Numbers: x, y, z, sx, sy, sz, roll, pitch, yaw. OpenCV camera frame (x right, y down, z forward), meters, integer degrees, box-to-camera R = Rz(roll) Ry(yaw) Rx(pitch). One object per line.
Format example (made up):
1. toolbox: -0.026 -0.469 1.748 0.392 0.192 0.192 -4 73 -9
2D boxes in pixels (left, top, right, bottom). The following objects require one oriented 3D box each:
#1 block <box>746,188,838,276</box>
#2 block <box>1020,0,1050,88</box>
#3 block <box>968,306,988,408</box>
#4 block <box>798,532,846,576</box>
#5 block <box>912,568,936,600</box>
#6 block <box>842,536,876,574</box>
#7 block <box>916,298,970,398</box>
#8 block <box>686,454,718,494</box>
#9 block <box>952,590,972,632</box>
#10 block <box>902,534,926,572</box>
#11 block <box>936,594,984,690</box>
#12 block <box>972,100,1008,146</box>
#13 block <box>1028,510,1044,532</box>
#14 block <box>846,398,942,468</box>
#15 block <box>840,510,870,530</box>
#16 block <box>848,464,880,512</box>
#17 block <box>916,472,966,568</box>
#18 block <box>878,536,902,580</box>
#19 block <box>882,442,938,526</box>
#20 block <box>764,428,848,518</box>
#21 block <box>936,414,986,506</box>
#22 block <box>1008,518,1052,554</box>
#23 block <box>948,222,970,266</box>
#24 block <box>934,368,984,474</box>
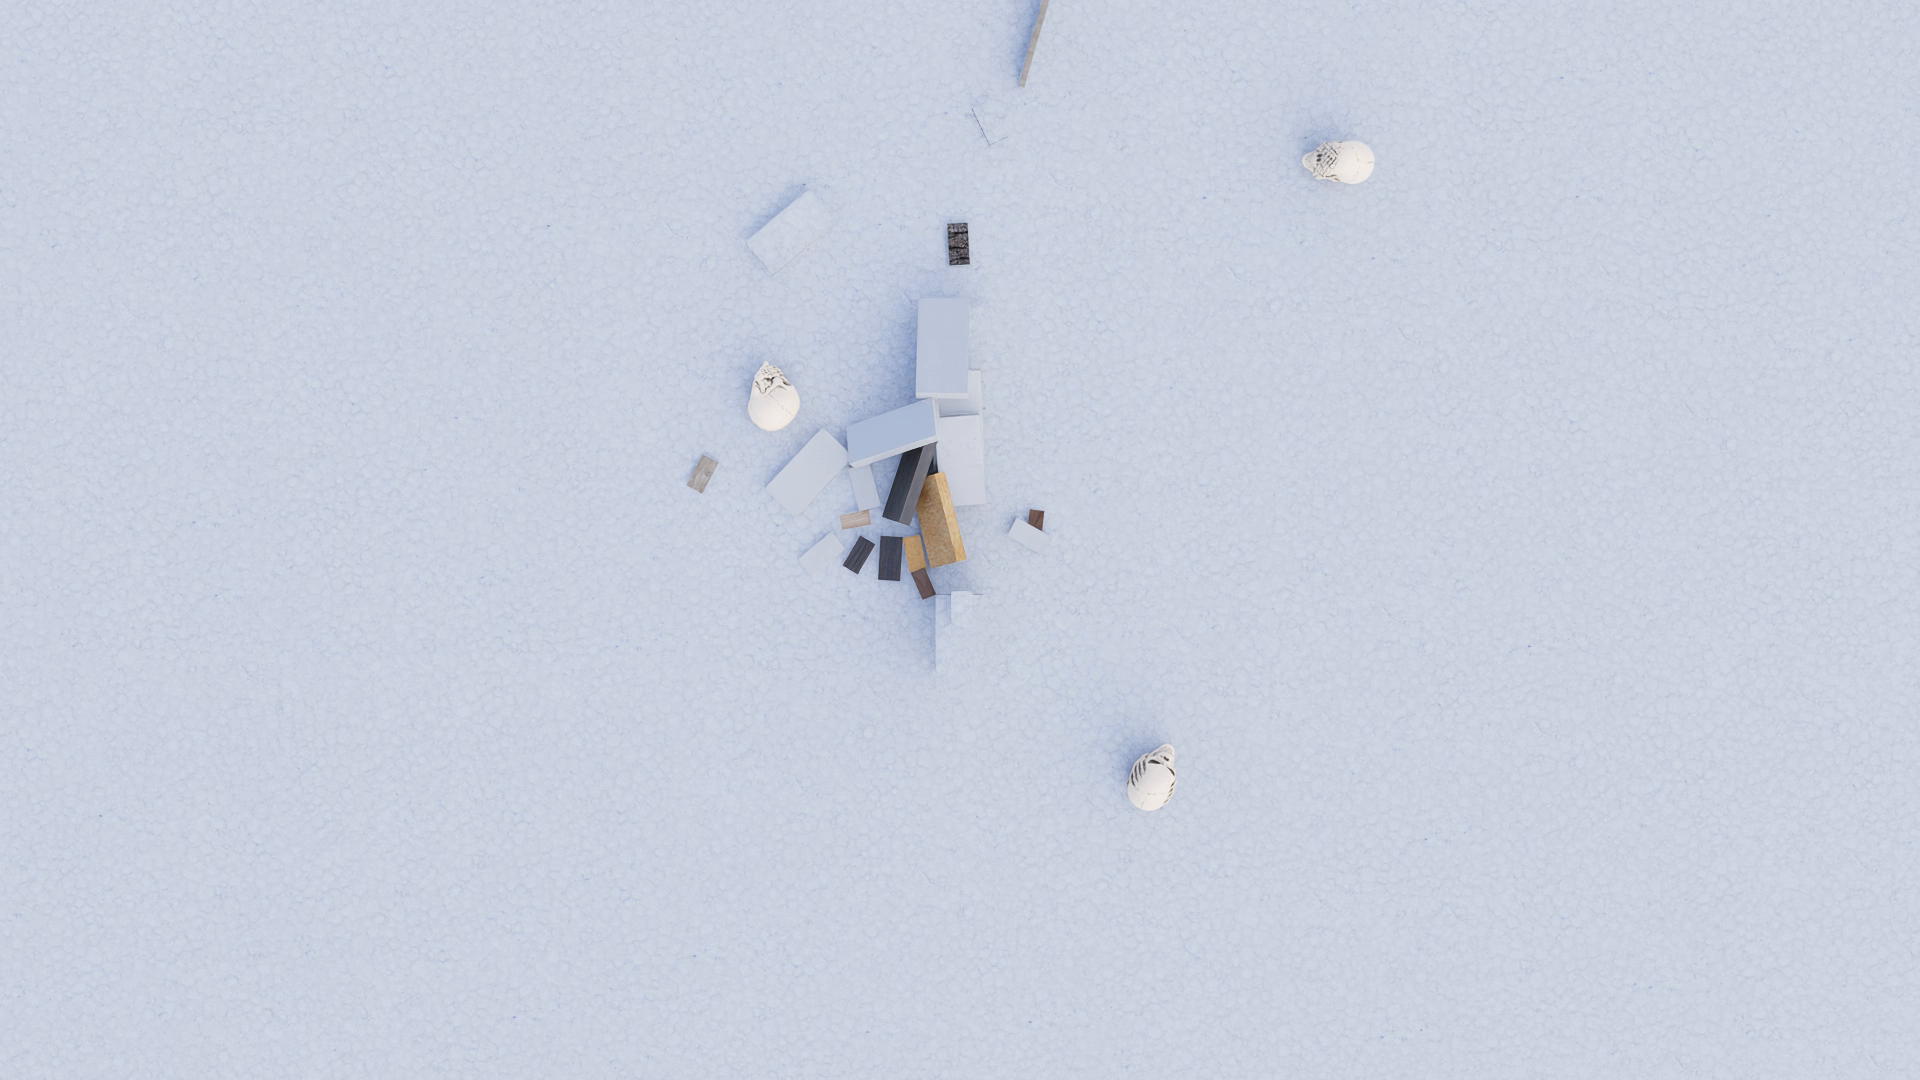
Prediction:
1. block: -0.560 -1.022 5.480 0.279 0.040 0.140 -40 90 0
2. block: 0.255 -1.682 5.466 0.019 0.067 0.355 16 90 0
3. block: 0.003 -0.606 5.476 0.168 0.048 0.336 1 90 0
4. block: -0.461 0.048 5.490 0.147 0.021 0.073 -39 90 0
5. block: -0.121 0.145 5.484 0.049 0.014 0.097 -23 99 2
6. block: -0.336 0.050 5.492 0.058 0.016 0.116 31 90 0
7. block: -0.055 -0.626 5.380 0.168 0.048 0.336 1 73 2
8. block: -0.857 -0.219 5.492 0.058 0.016 0.116 28 90 0
9. block: 0.005 0.219 5.022 0.063 0.018 0.127 0 90 0
10. block: -0.150 0.045 5.492 0.058 0.016 0.116 -12 90 0
11. block: -0.001 0.321 5.179 0.150 0.042 0.300 0 90 0
12. block: 0.100 -1.390 5.490 0.068 0.019 0.136 -26 90 0
13. block: 0.251 -0.051 5.493 0.049 0.014 0.097 8 90 0
14. block: -0.218 -0.350 5.392 0.325 0.040 0.140 -17 64 23
15. block: -0.348 -0.067 5.493 0.097 0.014 0.049 -10 90 0
16. block: -0.318 -0.176 5.490 0.073 0.021 0.147 -15 90 0
17. block: -0.073 -0.064 5.429 0.042 0.148 0.295 -14 90 -37
18. block: -0.231 0.061 5.490 0.073 0.021 0.147 3 90 0
19. block: -0.165 -0.201 5.424 0.042 0.148 0.295 18 90 -26
20. block: -0.501 -0.224 5.480 0.140 0.040 0.279 43 90 0
21. block: 0.000 -0.262 5.422 0.148 0.042 0.295 -4 103 1
22. block: 0.232 -0.012 5.477 0.135 0.019 0.068 29 90 0
23. block: -0.005 -0.985 5.490 0.068 0.019 0.136 -3 90 0
24. block: -0.010 -0.390 5.439 0.168 0.048 0.336 -3 103 1
